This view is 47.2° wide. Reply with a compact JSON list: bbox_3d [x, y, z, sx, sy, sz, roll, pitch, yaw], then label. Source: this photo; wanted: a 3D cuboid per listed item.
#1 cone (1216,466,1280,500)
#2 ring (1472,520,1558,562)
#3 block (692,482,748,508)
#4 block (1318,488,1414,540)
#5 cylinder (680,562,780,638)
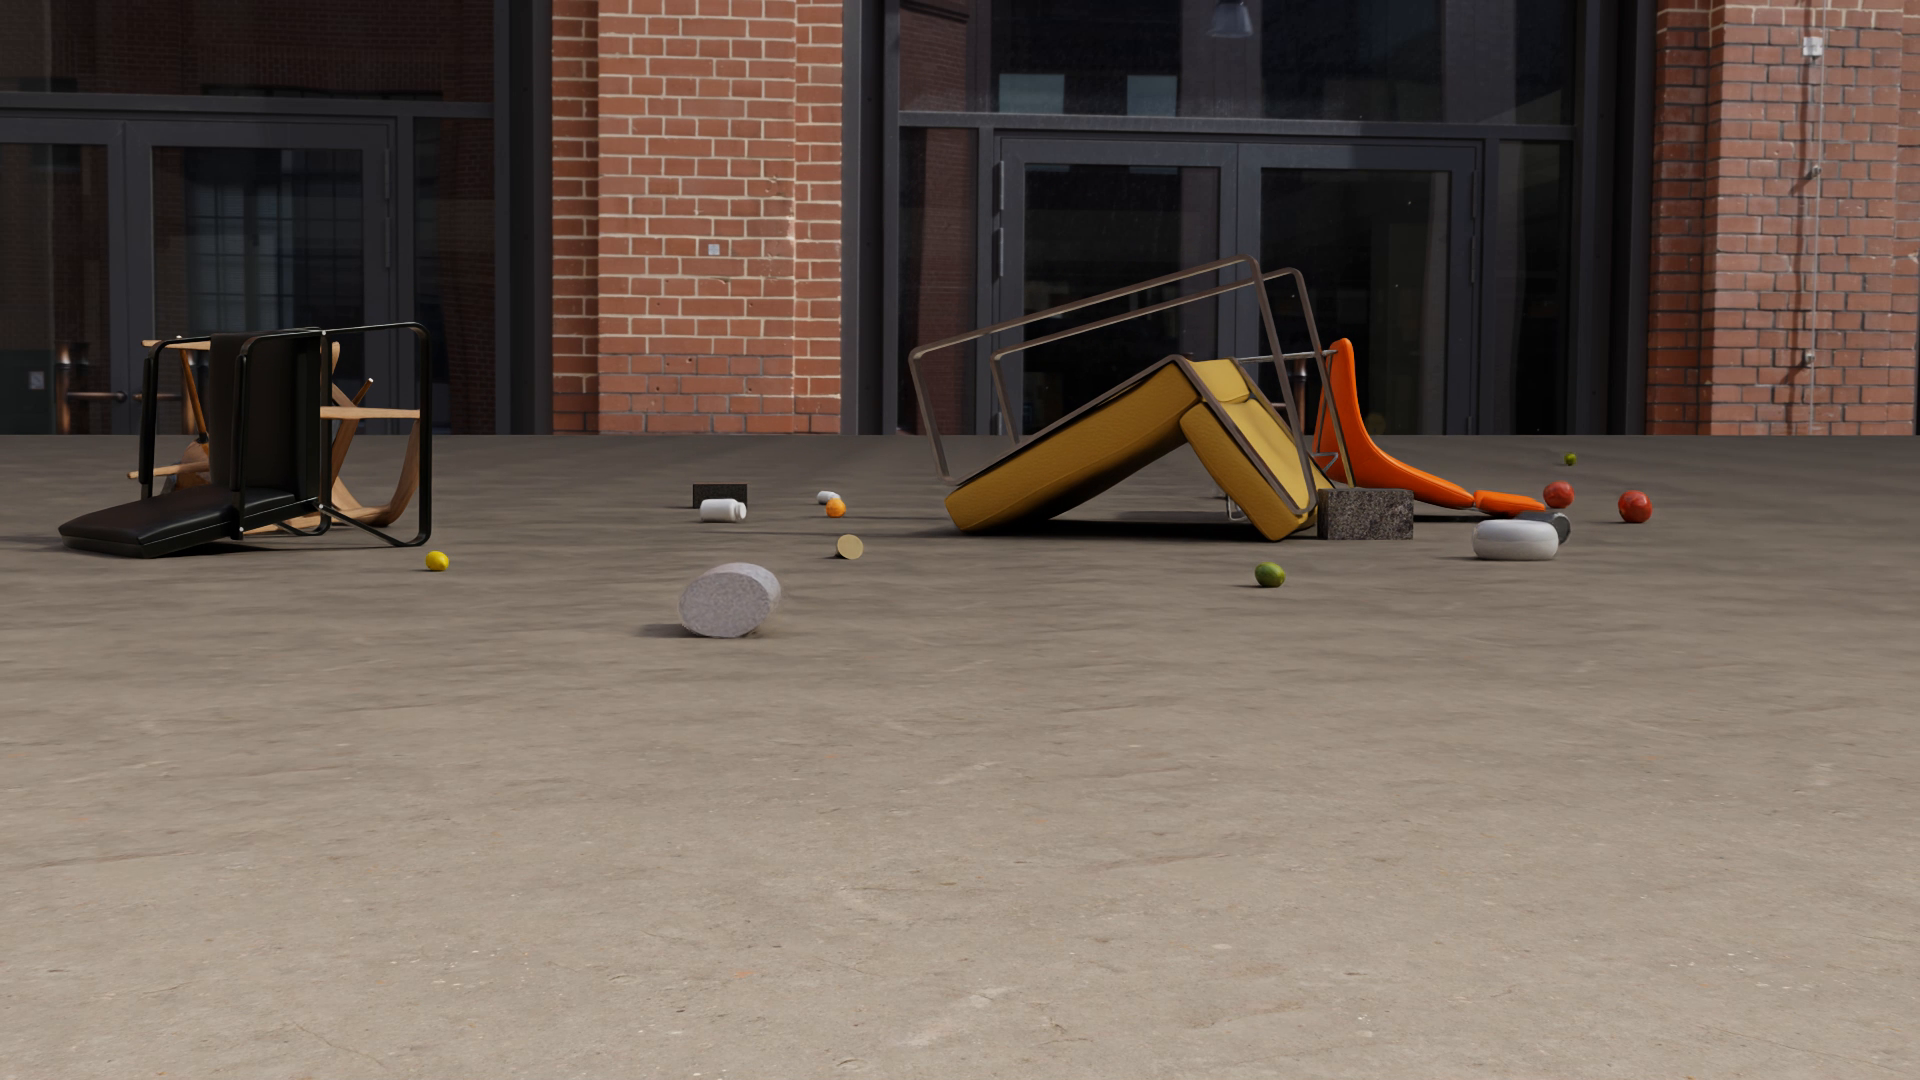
[{"bbox_3d":[1.162,-0.198,8.961,0.264,0.130,0.311,-4,15,13],"label":"cone"},{"bbox_3d":[1.463,0.002,5.800,0.226,0.101,0.170,1,5,1],"label":"ring"},{"bbox_3d":[-0.906,-0.168,8.317,0.201,0.092,0.131,0,4,-4],"label":"block"},{"bbox_3d":[1.220,-0.079,6.626,0.255,0.146,0.162,0,4,-2],"label":"block"},{"bbox_3d":[-0.423,0.110,4.070,0.165,0.119,0.219,-6,4,1],"label":"cylinder"}]
